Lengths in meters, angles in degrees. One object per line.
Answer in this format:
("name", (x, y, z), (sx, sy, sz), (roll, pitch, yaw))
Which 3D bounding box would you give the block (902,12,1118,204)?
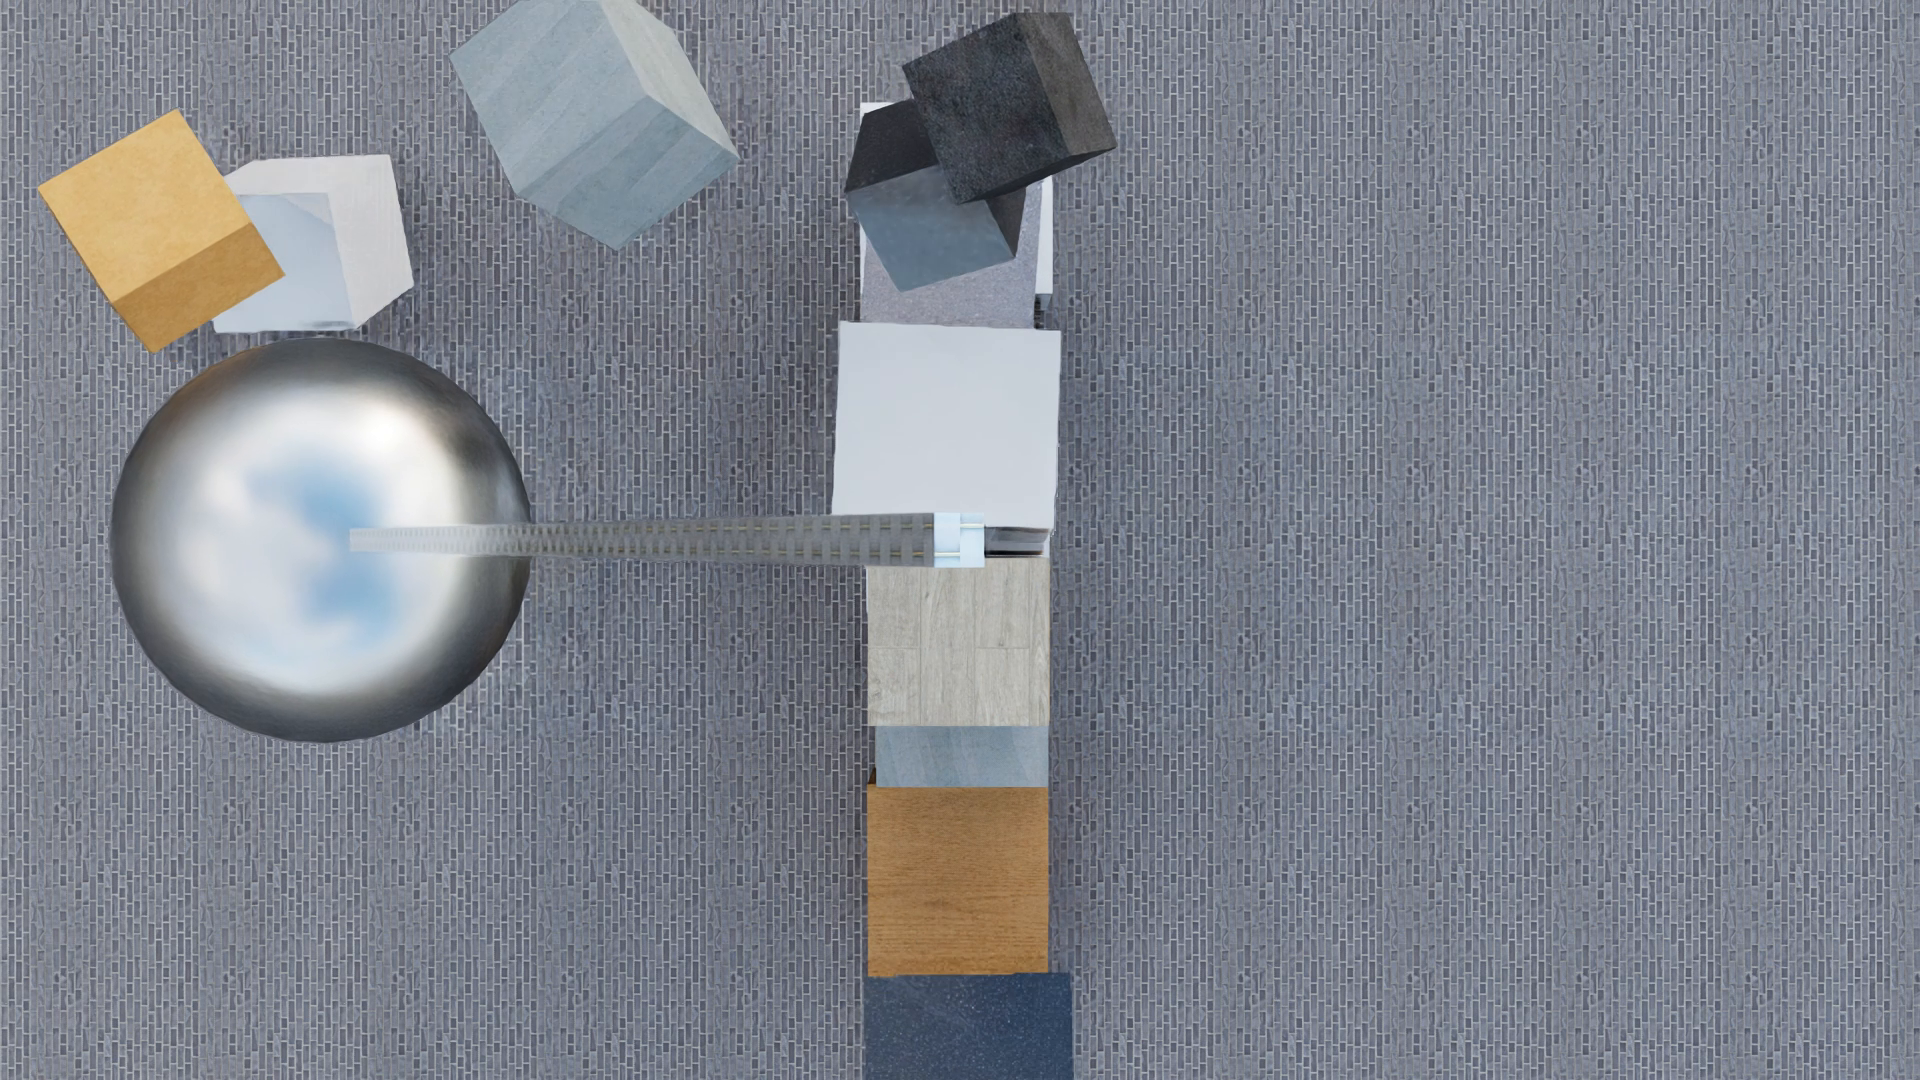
("block", (0.220, -1.825, 9.267), (0.541, 0.652, 0.613), (-20, 95, 25))

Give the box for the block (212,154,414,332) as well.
("block", (-3.701, -1.676, 12.398), (0.838, 0.817, 0.773), (0, 114, 11))

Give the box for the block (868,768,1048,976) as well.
("block", (-0.011, 1.874, 12.558), (0.997, 0.883, 1.059), (0, 90, 0))

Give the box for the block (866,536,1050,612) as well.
("block", (-0.012, -0.073, 12.492), (0.996, 1.015, 0.935), (0, 90, 0))

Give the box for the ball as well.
("ball", (-2.495, 0.000, 8.657), (1.600, 1.600, 1.600), (0, 90, 0))

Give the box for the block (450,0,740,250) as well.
("block", (-1.567, -1.864, 9.502), (0.704, 0.793, 0.768), (-34, 69, 14))

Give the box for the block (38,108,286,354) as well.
("block", (-3.970, -1.536, 10.980), (0.764, 0.617, 0.746), (-33, 76, -11))

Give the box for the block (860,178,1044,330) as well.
("block", (-0.043, -1.438, 11.585), (0.870, 1.002, 0.974), (4, 90, 0))

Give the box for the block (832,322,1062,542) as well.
("block", (-0.063, -0.502, 10.641), (1.023, 0.960, 0.920), (2, 86, 0))

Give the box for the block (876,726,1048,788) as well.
("block", (0.013, 0.870, 12.433), (0.928, 1.134, 0.928), (0, 90, 0))

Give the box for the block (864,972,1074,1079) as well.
("block", (0.051, 2.857, 11.925), (1.082, 1.001, 0.918), (-1, 75, 0))

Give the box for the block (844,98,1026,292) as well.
("block", (-0.097, -1.591, 9.864), (0.573, 0.622, 0.576), (-14, 131, 21))

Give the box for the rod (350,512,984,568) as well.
("rod", (-1.081, 0.000, 5.565), (0.080, 5.200, 0.080), (0, 90, -25))

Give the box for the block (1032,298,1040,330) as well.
("block", (-0.001, -0.950, 12.616), (0.898, 0.767, 0.797), (0, 90, 0))

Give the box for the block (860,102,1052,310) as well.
("block", (-0.019, -1.879, 12.543), (1.054, 0.914, 1.047), (0, 90, 0))

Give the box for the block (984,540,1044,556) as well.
("block", (-0.012, -0.402, 11.547), (0.881, 0.861, 0.958), (1, 86, 0))

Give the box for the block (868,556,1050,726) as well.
("block", (-0.007, 0.467, 10.529), (0.830, 0.886, 0.771), (0, 90, 0))
